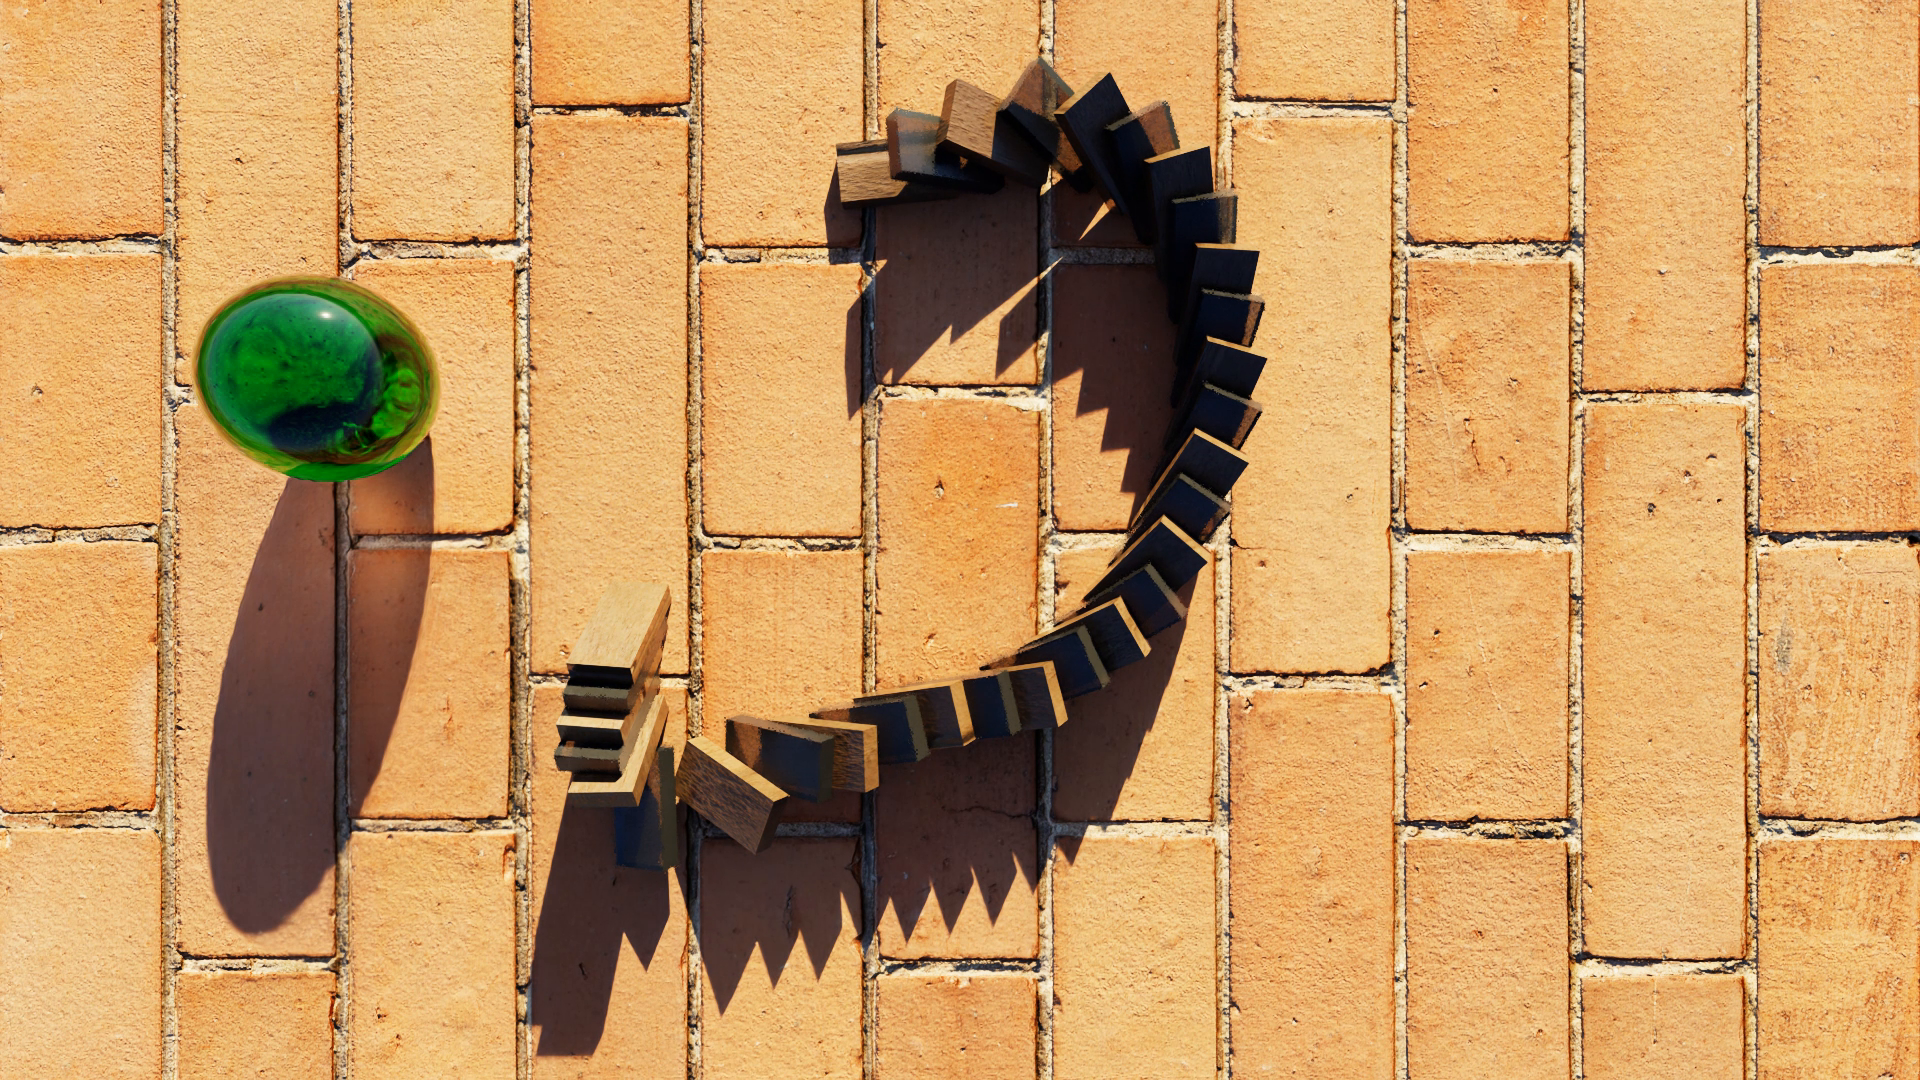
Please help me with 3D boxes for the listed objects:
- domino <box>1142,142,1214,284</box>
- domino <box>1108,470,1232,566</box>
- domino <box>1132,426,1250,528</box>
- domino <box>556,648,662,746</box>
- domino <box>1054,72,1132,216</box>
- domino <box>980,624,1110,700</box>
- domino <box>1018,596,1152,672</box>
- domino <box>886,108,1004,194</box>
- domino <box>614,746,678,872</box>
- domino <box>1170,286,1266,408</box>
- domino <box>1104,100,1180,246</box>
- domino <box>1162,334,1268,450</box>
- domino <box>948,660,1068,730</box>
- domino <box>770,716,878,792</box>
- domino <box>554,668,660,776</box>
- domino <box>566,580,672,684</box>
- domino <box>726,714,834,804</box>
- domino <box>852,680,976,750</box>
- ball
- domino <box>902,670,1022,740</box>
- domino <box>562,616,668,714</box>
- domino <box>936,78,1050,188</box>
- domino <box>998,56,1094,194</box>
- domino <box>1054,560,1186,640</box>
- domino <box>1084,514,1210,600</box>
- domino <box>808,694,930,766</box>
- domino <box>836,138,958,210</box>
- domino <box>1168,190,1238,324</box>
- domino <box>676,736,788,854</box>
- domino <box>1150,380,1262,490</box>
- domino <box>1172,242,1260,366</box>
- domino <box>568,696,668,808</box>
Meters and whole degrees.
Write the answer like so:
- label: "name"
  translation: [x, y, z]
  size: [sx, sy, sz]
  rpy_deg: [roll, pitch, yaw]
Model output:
- label: "domino"
  translation: [0.093, -0.136, 0.383]
  size: [0.025, 0.009, 0.050]
  rpy_deg: [-16, 122, 0]
- label: "domino"
  translation: [0.087, -0.002, 0.383]
  size: [0.025, 0.010, 0.050]
  rpy_deg: [34, 121, 0]
- label: "domino"
  translation: [0.096, -0.020, 0.383]
  size: [0.025, 0.010, 0.050]
  rpy_deg: [29, 121, 0]
- label: "domino"
  translation: [-0.143, 0.061, 0.377]
  size: [0.025, 0.050, 0.009]
  rpy_deg: [4, 128, 0]
- label: "domino"
  translation: [0.063, -0.164, 0.382]
  size: [0.025, 0.010, 0.050]
  rpy_deg: [-42, 123, 0]
- label: "domino"
  translation: [0.035, 0.056, 0.383]
  size: [0.050, 0.009, 0.025]
  rpy_deg: [-25, 90, 31]
- label: "domino"
  translation: [0.051, 0.045, 0.383]
  size: [0.050, 0.009, 0.025]
  rpy_deg: [-30, 91, 32]
- label: "domino"
  translation: [-0.006, -0.162, 0.383]
  size: [0.050, 0.010, 0.025]
  rpy_deg: [-5, 89, -31]
- label: "domino"
  translation: [-0.134, 0.114, 0.391]
  size: [0.025, 0.009, 0.050]
  rpy_deg: [-2, 90, 23]
- label: "domino"
  translation: [0.107, -0.078, 0.383]
  size: [0.025, 0.010, 0.050]
  rpy_deg: [9, 122, 0]
- label: "domino"
  translation: [0.080, -0.152, 0.383]
  size: [0.025, 0.010, 0.050]
  rpy_deg: [-28, 122, 0]
- label: "domino"
  translation: [0.106, -0.058, 0.383]
  size: [0.025, 0.010, 0.050]
  rpy_deg: [16, 121, 0]
- label: "domino"
  translation: [0.018, 0.067, 0.383]
  size: [0.050, 0.009, 0.025]
  rpy_deg: [-13, 91, 31]
- label: "domino"
  translation: [-0.058, 0.089, 0.383]
  size: [0.050, 0.009, 0.025]
  rpy_deg: [-1, 92, 29]
- label: "domino"
  translation: [-0.144, 0.073, 0.377]
  size: [0.025, 0.050, 0.009]
  rpy_deg: [4, 128, 0]
- label: "domino"
  translation: [-0.139, 0.037, 0.377]
  size: [0.025, 0.050, 0.009]
  rpy_deg: [4, 128, 0]
- label: "domino"
  translation: [-0.076, 0.091, 0.383]
  size: [0.050, 0.010, 0.025]
  rpy_deg: [6, 96, 29]
- label: "domino"
  translation: [-0.020, 0.075, 0.383]
  size: [0.050, 0.009, 0.025]
  rpy_deg: [-13, 90, 31]
- label: "ball"
  translation: [-0.250, -0.063, 0.360]
  size: [0.080, 0.080, 0.080]
  rpy_deg: [0, 90, 0]
- label: "domino"
  translation: [-0.001, 0.070, 0.383]
  size: [0.050, 0.010, 0.025]
  rpy_deg: [-13, 91, 31]
- label: "domino"
  translation: [-0.141, 0.049, 0.377]
  size: [0.025, 0.050, 0.010]
  rpy_deg: [4, 128, 0]
- label: "domino"
  translation: [0.016, -0.169, 0.383]
  size: [0.050, 0.010, 0.025]
  rpy_deg: [11, 89, -30]
- label: "domino"
  translation: [0.042, -0.173, 0.384]
  size: [0.050, 0.009, 0.025]
  rpy_deg: [34, 90, -28]
- label: "domino"
  translation: [0.066, 0.033, 0.383]
  size: [0.050, 0.009, 0.025]
  rpy_deg: [-37, 91, 32]
- label: "domino"
  translation: [0.077, 0.015, 0.383]
  size: [0.025, 0.010, 0.050]
  rpy_deg: [41, 122, 0]
- label: "domino"
  translation: [-0.039, 0.081, 0.383]
  size: [0.050, 0.010, 0.025]
  rpy_deg: [-13, 90, 30]
- label: "domino"
  translation: [-0.027, -0.159, 0.395]
  size: [0.050, 0.010, 0.025]
  rpy_deg: [-6, 90, 0]
- label: "domino"
  translation: [0.101, -0.117, 0.383]
  size: [0.025, 0.010, 0.050]
  rpy_deg: [-7, 122, 0]
- label: "domino"
  translation: [-0.097, 0.106, 0.383]
  size: [0.050, 0.010, 0.025]
  rpy_deg: [26, 102, 24]
- label: "domino"
  translation: [0.102, -0.039, 0.383]
  size: [0.025, 0.010, 0.050]
  rpy_deg: [23, 121, 0]
- label: "domino"
  translation: [0.106, -0.097, 0.383]
  size: [0.025, 0.009, 0.050]
  rpy_deg: [3, 122, 0]
- label: "domino"
  translation: [-0.140, 0.086, 0.377]
  size: [0.025, 0.050, 0.010]
  rpy_deg: [-1, 128, 0]
